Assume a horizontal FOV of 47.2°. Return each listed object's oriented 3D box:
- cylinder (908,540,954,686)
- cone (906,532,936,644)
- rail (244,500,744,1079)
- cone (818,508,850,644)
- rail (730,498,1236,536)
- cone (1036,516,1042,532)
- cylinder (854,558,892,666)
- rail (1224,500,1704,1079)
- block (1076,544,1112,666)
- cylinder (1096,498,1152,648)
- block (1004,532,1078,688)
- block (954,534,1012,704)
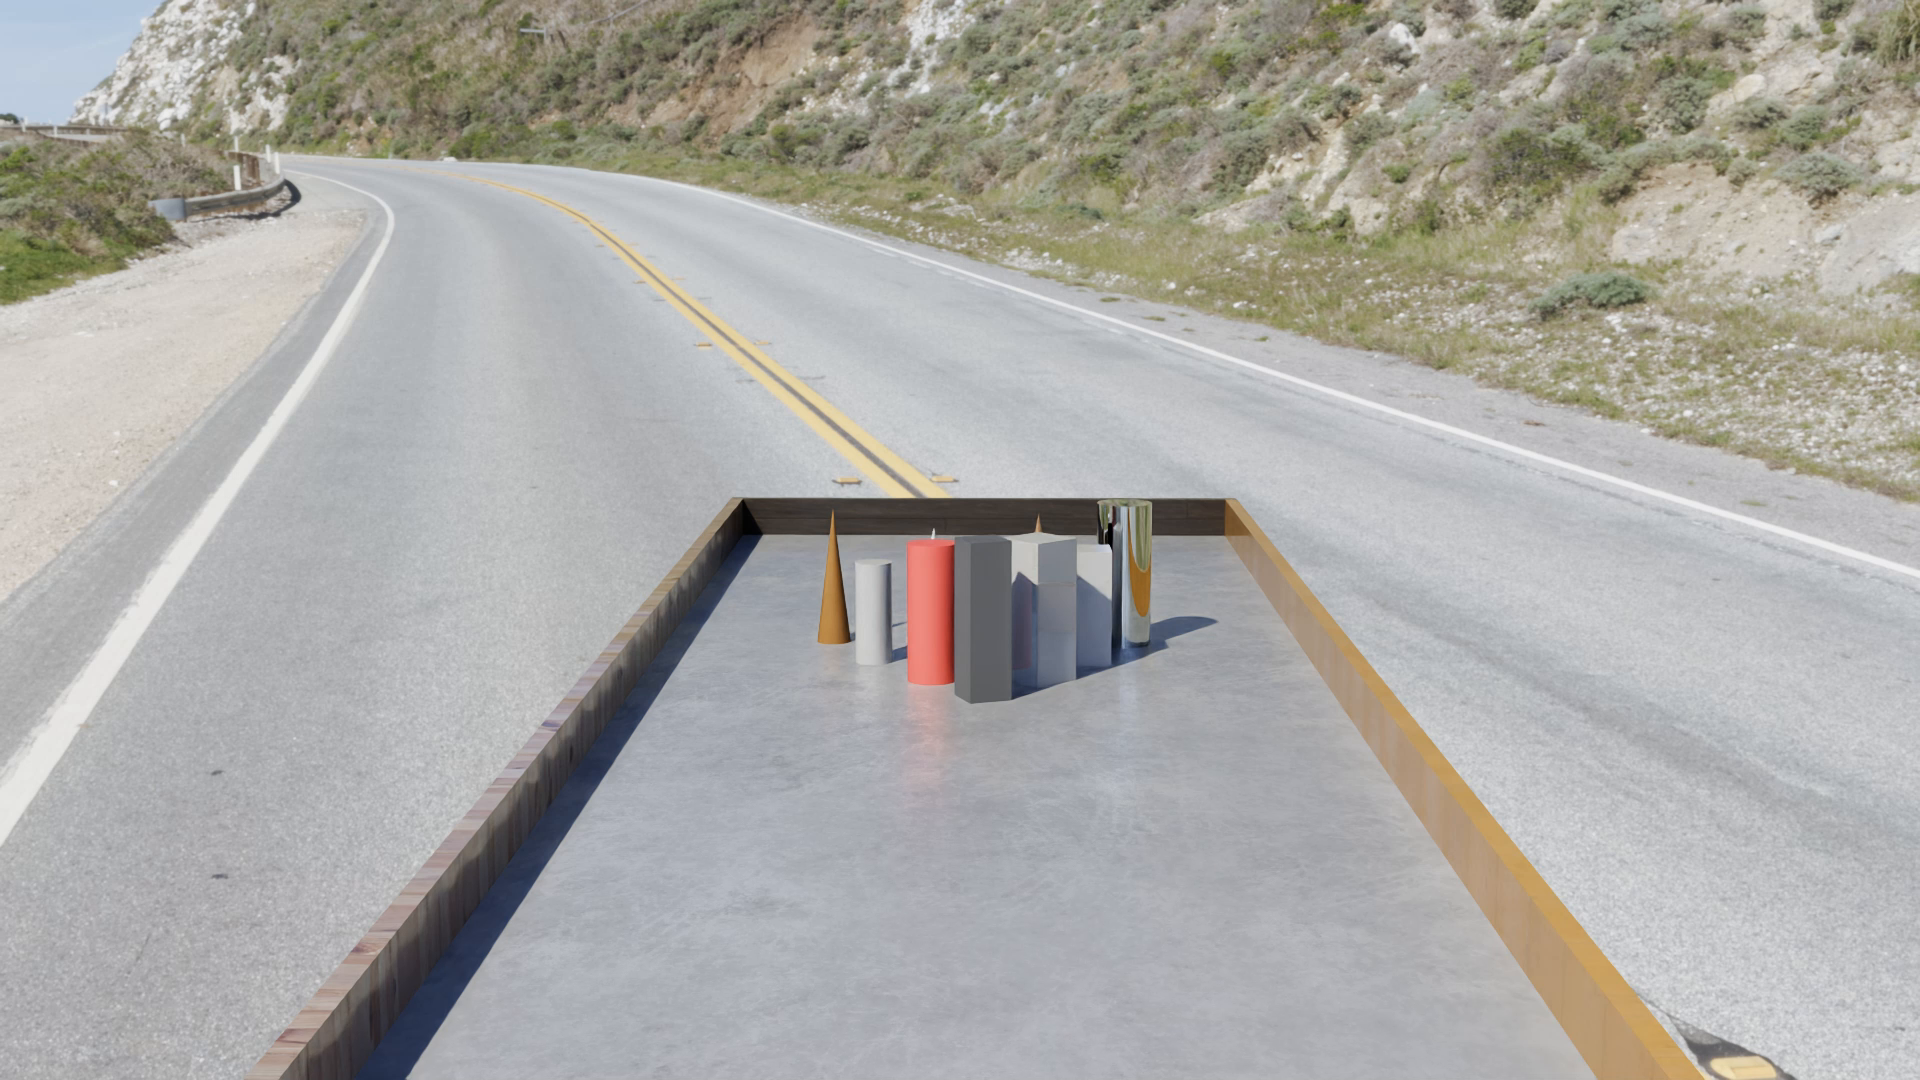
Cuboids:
[{"bbox_3d":[-0.082,0.209,6.396,0.144,0.406,0.144,0,9,0],"label":"cylinder"},{"bbox_3d":[-0.082,0.143,6.948,0.179,0.364,0.179,0,9,0],"label":"cone"},{"bbox_3d":[-1.004,0.839,3.234,0.050,0.150,12.000,0,9,1],"label":"rail"},{"bbox_3d":[-0.400,0.110,6.952,0.106,0.427,0.106,0,9,0],"label":"cone"},{"bbox_3d":[0.099,-0.098,9.147,2.100,0.150,0.050,0,9,1],"label":"rail"},{"bbox_3d":[0.246,0.121,6.922,0.161,0.414,0.161,0,9,0],"label":"cone"},{"bbox_3d":[-0.261,0.217,6.660,0.112,0.306,0.112,0,9,0],"label":"cylinder"},{"bbox_3d":[1.046,0.843,3.208,0.050,0.150,12.000,0,9,1],"label":"rail"},{"bbox_3d":[0.380,0.197,6.653,0.148,0.348,0.148,0,9,0],"label":"block"},{"bbox_3d":[0.515,0.104,6.921,0.172,0.448,0.172,0,9,0],"label":"cylinder"},{"bbox_3d":[0.227,0.201,6.399,0.158,0.419,0.158,-8,12,-42],"label":"block"},{"bbox_3d":[0.064,0.220,6.170,0.123,0.453,0.123,-4,10,-21],"label":"block"}]
